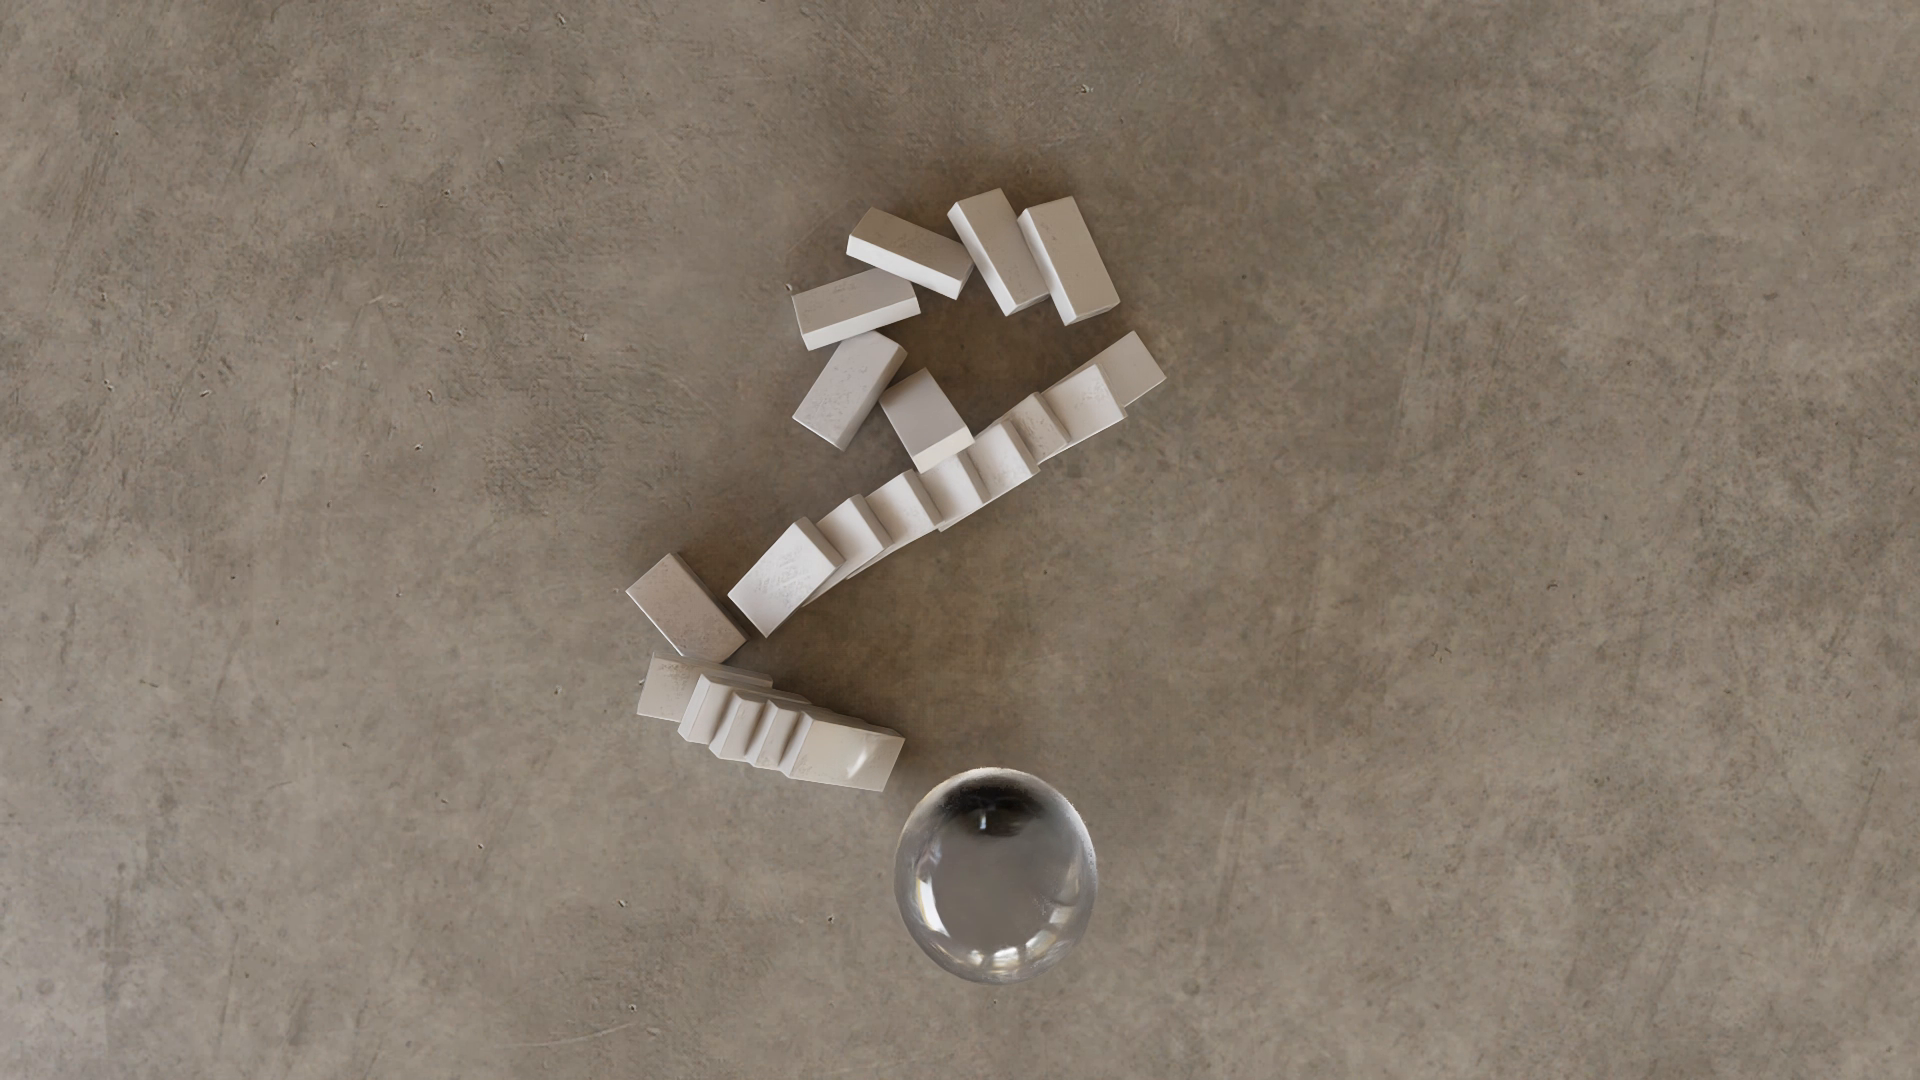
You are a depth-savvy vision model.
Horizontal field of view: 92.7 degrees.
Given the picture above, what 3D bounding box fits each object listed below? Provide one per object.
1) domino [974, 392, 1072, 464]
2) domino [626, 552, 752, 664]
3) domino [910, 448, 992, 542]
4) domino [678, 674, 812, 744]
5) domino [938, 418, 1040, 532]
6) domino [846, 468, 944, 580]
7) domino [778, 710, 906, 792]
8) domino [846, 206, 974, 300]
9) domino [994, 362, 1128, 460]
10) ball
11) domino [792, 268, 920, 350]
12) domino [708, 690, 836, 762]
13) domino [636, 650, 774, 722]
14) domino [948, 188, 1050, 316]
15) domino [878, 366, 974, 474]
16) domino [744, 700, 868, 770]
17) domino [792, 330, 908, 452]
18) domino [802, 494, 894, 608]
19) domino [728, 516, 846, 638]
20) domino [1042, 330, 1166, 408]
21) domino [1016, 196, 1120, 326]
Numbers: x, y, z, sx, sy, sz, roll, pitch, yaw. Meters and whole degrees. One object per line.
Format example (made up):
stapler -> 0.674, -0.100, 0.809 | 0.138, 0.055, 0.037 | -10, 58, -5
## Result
domino -> 0.019, -0.037, 0.386 | 0.050, 0.009, 0.025 | -35, 90, 24
domino -> -0.117, 0.032, 0.395 | 0.025, 0.009, 0.050 | -41, 90, 0
domino -> -0.014, -0.017, 0.383 | 0.050, 0.010, 0.025 | -27, 94, 29
domino -> -0.088, 0.073, 0.380 | 0.050, 0.009, 0.025 | 23, 90, -42
domino -> 0.006, -0.026, 0.382 | 0.050, 0.009, 0.025 | -31, 92, 29
domino -> -0.034, -0.006, 0.384 | 0.050, 0.009, 0.025 | -31, 92, 28
domino -> -0.048, 0.088, 0.380 | 0.050, 0.010, 0.025 | 23, 90, -42
domino -> -0.020, -0.122, 0.388 | 0.050, 0.010, 0.025 | 23, 50, 0
domino -> 0.042, -0.051, 0.385 | 0.050, 0.009, 0.025 | -27, 93, 23
ball -> 0.014, 0.130, 0.360 | 0.080, 0.080, 0.080 | 0, 90, 0
domino -> -0.044, -0.100, 0.389 | 0.050, 0.009, 0.025 | -19, 57, 0
domino -> -0.076, 0.080, 0.380 | 0.050, 0.009, 0.025 | 22, 91, -42
domino -> -0.107, 0.065, 0.386 | 0.050, 0.010, 0.025 | 16, 95, -20
domino -> 0.018, -0.123, 0.390 | 0.025, 0.010, 0.050 | -30, 90, -30
domino -> -0.015, -0.050, 0.379 | 0.025, 0.050, 0.010 | -30, 134, 0
domino -> -0.062, 0.084, 0.380 | 0.050, 0.009, 0.025 | 23, 90, -42
domino -> -0.047, -0.066, 0.391 | 0.025, 0.010, 0.050 | 33, 90, 22
domino -> -0.054, 0.005, 0.385 | 0.050, 0.010, 0.025 | -34, 90, 27
domino -> -0.073, 0.016, 0.384 | 0.025, 0.009, 0.050 | 48, 116, 1
domino -> 0.061, -0.065, 0.395 | 0.050, 0.010, 0.025 | -34, 90, 0
domino -> 0.046, -0.119, 0.390 | 0.025, 0.009, 0.050 | -25, 90, -26
